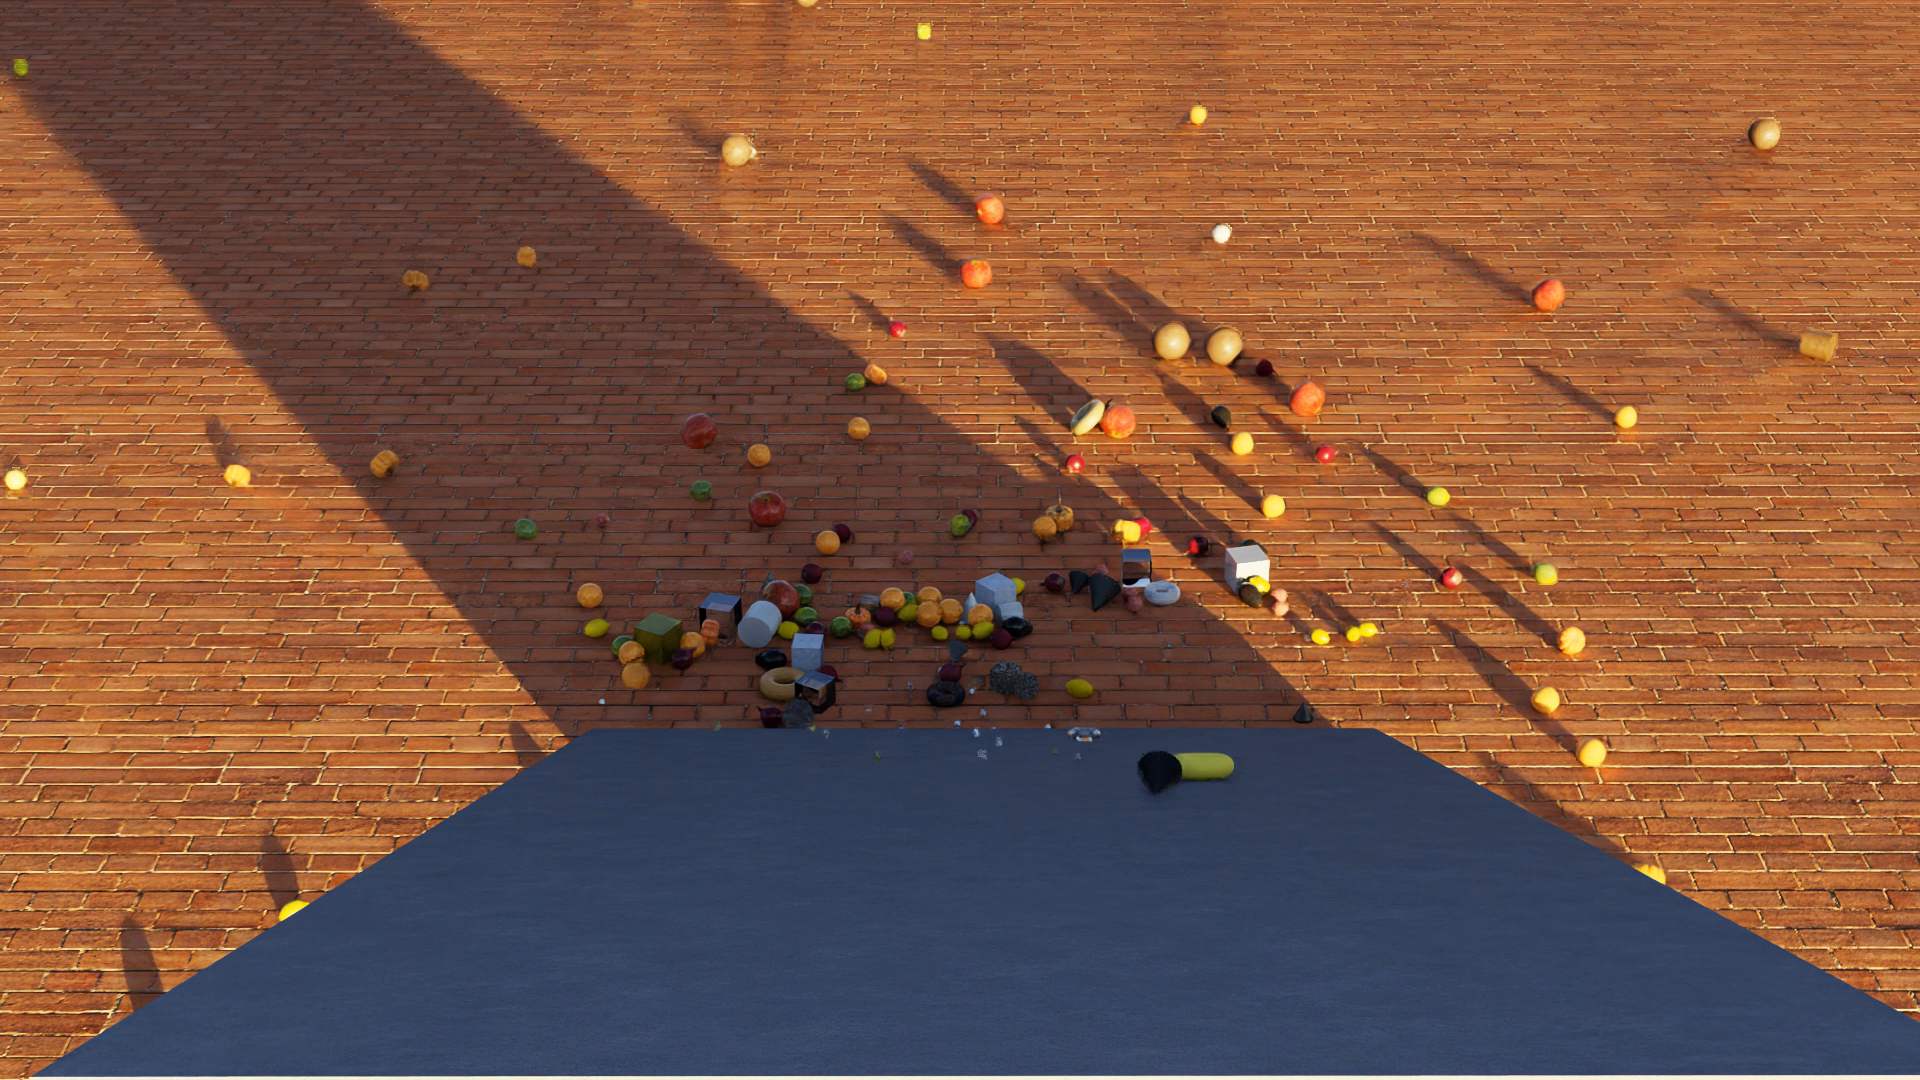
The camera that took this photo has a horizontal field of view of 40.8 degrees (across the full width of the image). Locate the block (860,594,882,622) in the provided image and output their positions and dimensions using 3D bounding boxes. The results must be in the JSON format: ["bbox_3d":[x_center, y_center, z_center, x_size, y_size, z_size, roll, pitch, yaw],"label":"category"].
[{"bbox_3d":[-0.253,0.190,7.288,0.055,0.055,0.055,3,28,6],"label":"block"}]

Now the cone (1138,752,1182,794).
[{"bbox_3d":[0.391,0.482,5.129,0.091,0.091,0.091,5,28,10],"label":"cone"}]

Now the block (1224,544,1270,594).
[{"bbox_3d":[0.827,0.084,7.445,0.097,0.097,0.097,-7,28,-13],"label":"block"}]

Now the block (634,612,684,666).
[{"bbox_3d":[-0.826,0.272,7.088,0.096,0.096,0.096,15,31,27],"label":"block"}]

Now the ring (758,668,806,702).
[{"bbox_3d":[-0.469,0.387,6.920,0.142,0.047,0.142,1,26,0],"label":"ring"}]

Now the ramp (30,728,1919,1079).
[{"bbox_3d":[0.062,0.560,4.598,2.000,0.100,4.000,0,1,0],"label":"ramp"}]

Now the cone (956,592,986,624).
[{"bbox_3d":[0.032,0.181,7.276,0.082,0.082,0.082,0,28,0],"label":"cone"}]

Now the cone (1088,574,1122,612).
[{"bbox_3d":[0.396,0.166,7.346,0.098,0.098,0.098,11,56,20],"label":"cone"}]

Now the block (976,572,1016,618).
[{"bbox_3d":[0.102,0.155,7.325,0.082,0.082,0.082,-21,34,-35],"label":"block"}]

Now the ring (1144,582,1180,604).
[{"bbox_3d":[0.578,0.151,7.384,0.106,0.035,0.106,-1,27,1],"label":"ring"}]

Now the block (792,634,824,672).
[{"bbox_3d":[-0.414,0.309,7.034,0.079,0.079,0.079,2,28,4],"label":"block"}]

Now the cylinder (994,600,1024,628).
[{"bbox_3d":[0.139,0.208,7.244,0.063,0.063,0.063,-18,31,-15],"label":"cylinder"}]

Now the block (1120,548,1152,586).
[{"bbox_3d":[0.509,0.080,7.470,0.082,0.082,0.082,0,28,0],"label":"block"}]

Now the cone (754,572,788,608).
[{"bbox_3d":[-0.538,0.130,7.355,0.099,0.099,0.099,0,28,0],"label":"cone"}]

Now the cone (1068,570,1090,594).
[{"bbox_3d":[0.335,0.134,7.424,0.065,0.065,0.065,8,55,16],"label":"cone"}]

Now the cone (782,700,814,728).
[{"bbox_3d":[-0.433,0.457,6.797,0.082,0.082,0.082,-7,2,-14],"label":"cone"}]

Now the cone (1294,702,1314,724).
[{"bbox_3d":[0.905,0.447,6.798,0.053,0.053,0.053,0,28,0],"label":"cone"}]

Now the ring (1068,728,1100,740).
[{"bbox_3d":[0.302,0.472,6.289,0.081,0.027,0.081,1,0,0],"label":"ring"}]

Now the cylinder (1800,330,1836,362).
[{"bbox_3d":[2.955,-0.671,8.892,0.093,0.093,0.093,18,32,30],"label":"cylinder"}]

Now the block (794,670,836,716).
[{"bbox_3d":[-0.384,0.404,6.853,0.077,0.077,0.077,16,32,28],"label":"block"}]

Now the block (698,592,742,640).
[{"bbox_3d":[-0.667,0.213,7.206,0.091,0.091,0.091,8,29,15],"label":"block"}]

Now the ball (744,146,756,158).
[{"bbox_3d":[-0.875,-1.614,10.745,0.054,0.054,0.054,0,28,0],"label":"ball"}]

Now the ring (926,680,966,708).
[{"bbox_3d":[-0.038,0.411,6.887,0.105,0.035,0.105,0,29,0],"label":"ring"}]

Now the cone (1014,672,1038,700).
[{"bbox_3d":[0.194,0.392,6.923,0.076,0.076,0.076,17,5,29],"label":"cone"}]

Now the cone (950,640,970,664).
[{"bbox_3d":[-0.012,0.316,7.078,0.059,0.059,0.059,10,56,18],"label":"cone"}]

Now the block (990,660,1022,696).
[{"bbox_3d":[0.123,0.370,6.933,0.064,0.064,0.064,17,32,29],"label":"block"}]

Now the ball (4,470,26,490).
[{"bbox_3d":[-2.927,-0.187,8.003,0.061,0.061,0.061,0,28,0],"label":"ball"}]

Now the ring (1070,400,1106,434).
[{"bbox_3d":[0.413,-0.397,8.357,0.139,0.046,0.139,-42,16,15],"label":"ring"}]

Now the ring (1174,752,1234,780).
[{"bbox_3d":[0.502,0.475,5.417,0.143,0.048,0.143,-1,1,0],"label":"ring"}]

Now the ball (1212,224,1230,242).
[{"bbox_3d":[0.999,-1.172,9.882,0.068,0.068,0.068,0,28,0],"label":"ball"}]
